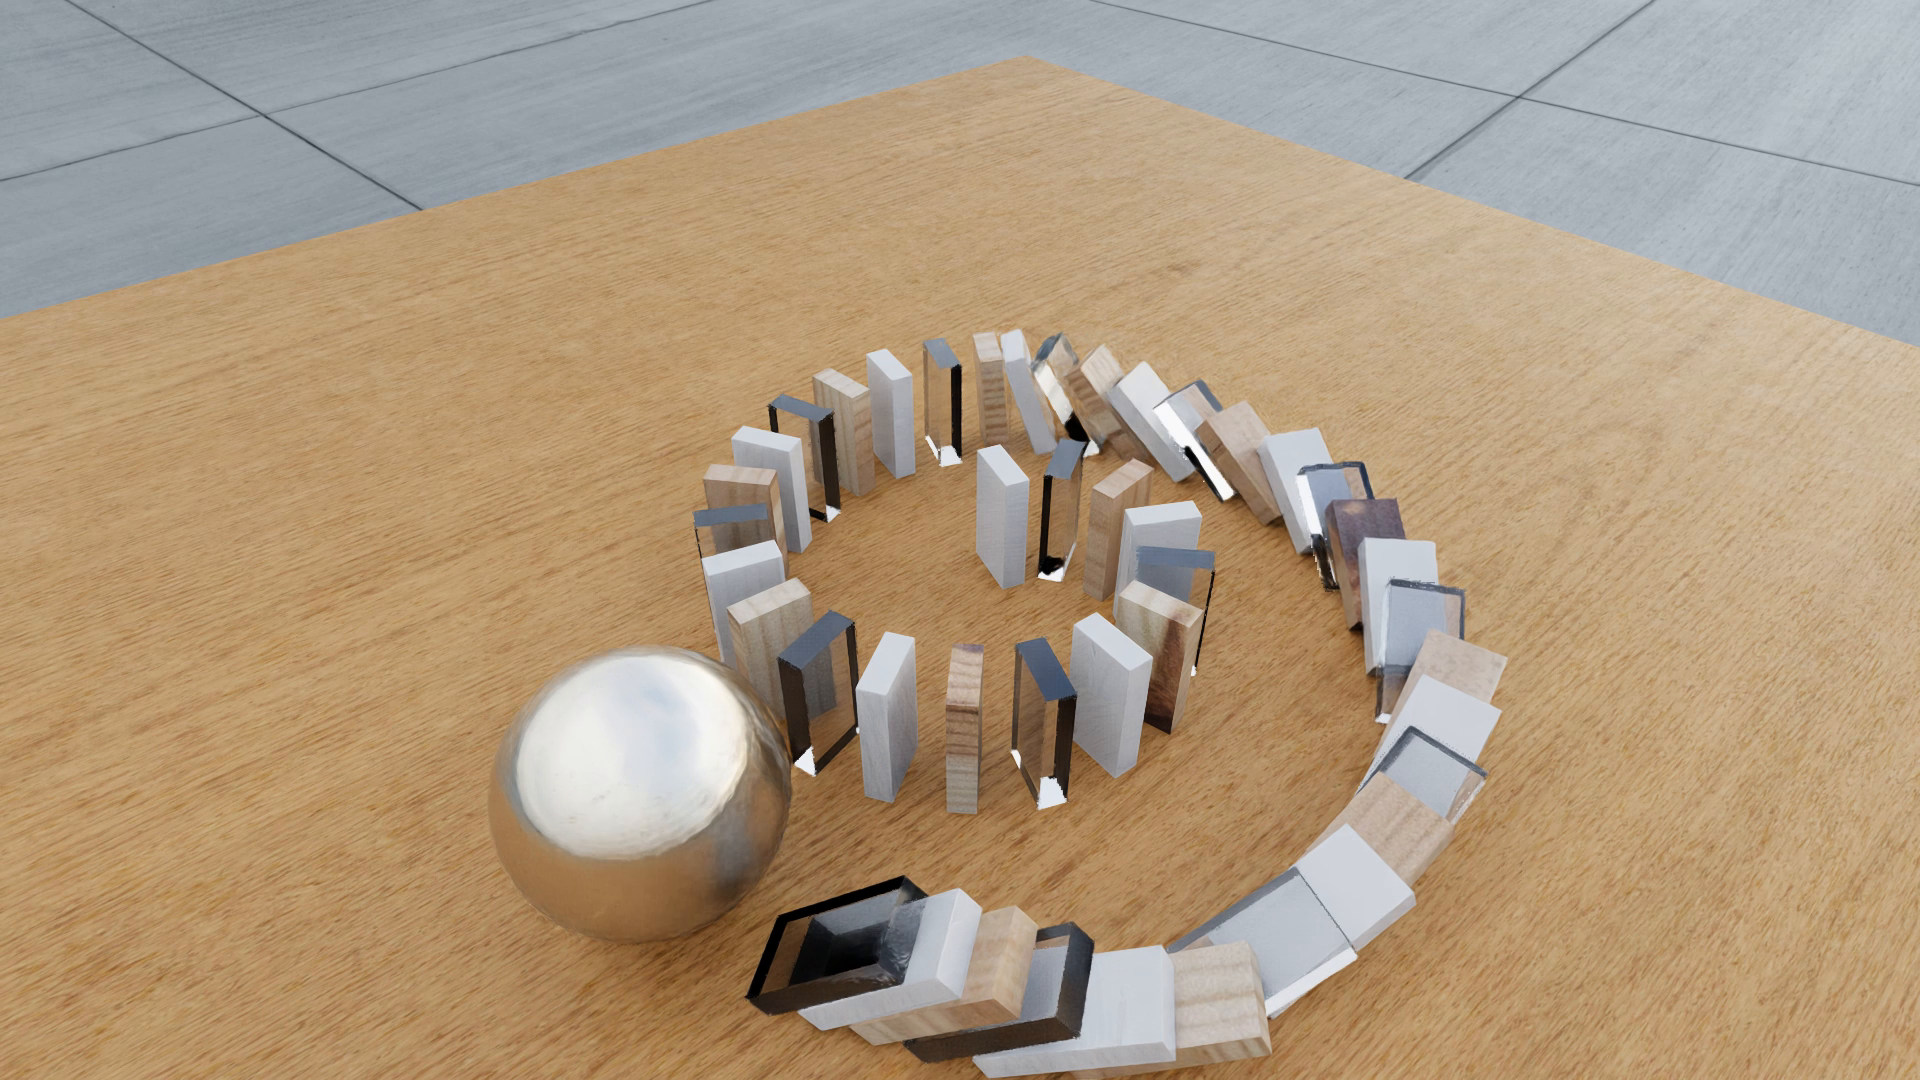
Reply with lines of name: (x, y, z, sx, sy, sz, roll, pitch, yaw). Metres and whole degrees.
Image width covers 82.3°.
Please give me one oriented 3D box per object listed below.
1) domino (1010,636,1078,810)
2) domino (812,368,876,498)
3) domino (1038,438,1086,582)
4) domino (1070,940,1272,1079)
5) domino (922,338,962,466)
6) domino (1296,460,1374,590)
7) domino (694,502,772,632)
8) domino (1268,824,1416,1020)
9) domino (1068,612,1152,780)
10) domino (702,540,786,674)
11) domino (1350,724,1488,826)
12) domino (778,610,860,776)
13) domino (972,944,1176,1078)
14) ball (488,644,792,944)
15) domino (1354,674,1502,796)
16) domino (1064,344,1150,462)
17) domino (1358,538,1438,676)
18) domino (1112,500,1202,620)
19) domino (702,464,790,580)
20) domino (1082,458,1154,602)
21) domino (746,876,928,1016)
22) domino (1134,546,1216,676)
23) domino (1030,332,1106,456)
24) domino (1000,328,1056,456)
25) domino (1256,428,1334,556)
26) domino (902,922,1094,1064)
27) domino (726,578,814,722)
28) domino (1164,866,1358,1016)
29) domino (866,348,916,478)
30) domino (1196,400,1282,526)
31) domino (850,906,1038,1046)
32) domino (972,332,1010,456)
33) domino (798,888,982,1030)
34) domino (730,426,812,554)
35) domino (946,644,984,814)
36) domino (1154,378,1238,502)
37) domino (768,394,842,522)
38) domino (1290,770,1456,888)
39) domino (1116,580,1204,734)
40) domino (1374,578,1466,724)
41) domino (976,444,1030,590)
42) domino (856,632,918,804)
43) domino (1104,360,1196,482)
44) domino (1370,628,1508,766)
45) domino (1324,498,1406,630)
domino: (0.025, 0.057, 0.341, 0.009, 0.050, 0.025, -12, 41, -14)
domino: (-0.049, -0.045, 0.467, 0.025, 0.050, 0.009, 31, 49, 32)
domino: (0.039, -0.011, 0.425, 0.010, 0.050, 0.025, 12, 41, 14)
domino: (0.052, 0.120, 0.280, 0.050, 0.009, 0.025, -18, 35, 19)
domino: (-0.008, -0.061, 0.485, 0.010, 0.050, 0.025, -12, 41, -14)
domino: (0.152, -0.006, 0.434, 0.025, 0.009, 0.050, -5, 66, -6)
domino: (-0.080, 0.011, 0.399, 0.025, 0.050, 0.009, -7, 40, -8)
domino: (0.096, 0.104, 0.301, 0.050, 0.010, 0.025, -37, 47, -4)
domino: (0.046, 0.050, 0.350, 0.009, 0.050, 0.025, -26, 46, -28)
domino: (-0.072, 0.025, 0.381, 0.025, 0.050, 0.010, -16, 42, -18)
domino: (0.131, 0.082, 0.327, 0.025, 0.009, 0.050, 34, 75, 34)
domino: (-0.044, 0.049, 0.351, 0.009, 0.050, 0.025, 24, 45, 26)
domino: (0.029, 0.120, 0.280, 0.050, 0.010, 0.025, -16, 34, 22)
ball: (-0.087, 0.069, 0.304, 0.080, 0.080, 0.080, 0, 39, 0)
domino: (0.145, 0.069, 0.343, 0.025, 0.010, 0.050, 27, 72, 29)
domino: (0.070, -0.060, 0.490, 0.010, 0.050, 0.025, -25, 17, 45)
domino: (0.159, 0.024, 0.398, 0.025, 0.009, 0.050, 4, 65, 5)
domino: (0.071, 0.010, 0.399, 0.025, 0.050, 0.010, -7, 40, -9)
domino: (-0.080, -0.005, 0.417, 0.025, 0.050, 0.010, 6, 40, 7)
domino: (0.059, -0.003, 0.415, 0.009, 0.050, 0.025, 31, 48, 32)
domino: (-0.033, 0.107, 0.289, 0.050, 0.010, 0.025, -28, 26, 33)
domino: (0.072, 0.025, 0.381, 0.025, 0.050, 0.010, 4, 40, 5)
domino: (0.051, -0.065, 0.493, 0.010, 0.050, 0.025, -16, 28, 34)
domino: (0.031, -0.066, 0.491, 0.009, 0.050, 0.025, -15, 37, 12)
domino: (0.143, -0.020, 0.451, 0.025, 0.010, 0.050, -10, 68, -12)
domino: (0.010, 0.115, 0.279, 0.050, 0.009, 0.025, -28, 26, 34)
domino: (-0.061, 0.038, 0.365, 0.025, 0.050, 0.009, -24, 45, -27)
domino: (0.076, 0.112, 0.291, 0.050, 0.009, 0.025, -33, 44, 1)
domino: (-0.030, -0.055, 0.478, 0.009, 0.050, 0.025, -19, 43, -22)
domino: (0.125, -0.033, 0.465, 0.025, 0.010, 0.050, -26, 76, -28)
domino: (-0.004, 0.112, 0.282, 0.050, 0.010, 0.025, -27, 26, 34)
domino: (0.014, -0.064, 0.489, 0.010, 0.050, 0.025, -8, 40, -2)
domino: (-0.018, 0.109, 0.286, 0.050, 0.009, 0.025, -28, 26, 33)
domino: (-0.074, -0.019, 0.435, 0.025, 0.050, 0.010, 14, 41, 16)
domino: (0.002, 0.059, 0.340, 0.010, 0.050, 0.025, 3, 39, 3)
domino: (0.109, -0.043, 0.476, 0.025, 0.010, 0.050, -30, 81, -31)
domino: (-0.063, -0.033, 0.452, 0.025, 0.050, 0.009, 21, 44, 23)
domino: (0.114, 0.093, 0.314, 0.050, 0.009, 0.025, -43, 52, -10)
domino: (0.064, 0.039, 0.364, 0.025, 0.050, 0.010, 25, 45, 27)
domino: (0.159, 0.040, 0.379, 0.025, 0.010, 0.050, 9, 66, 11)
domino: (0.016, -0.008, 0.422, 0.009, 0.050, 0.025, -16, 42, -18)
domino: (-0.022, 0.056, 0.343, 0.010, 0.050, 0.025, 11, 41, 13)
domino: (0.088, -0.052, 0.484, 0.050, 0.009, 0.025, 50, 51, -3)
domino: (0.156, 0.056, 0.359, 0.025, 0.009, 0.050, 23, 70, 25)
domino: (0.156, 0.009, 0.416, 0.025, 0.010, 0.050, -2, 65, -2)
